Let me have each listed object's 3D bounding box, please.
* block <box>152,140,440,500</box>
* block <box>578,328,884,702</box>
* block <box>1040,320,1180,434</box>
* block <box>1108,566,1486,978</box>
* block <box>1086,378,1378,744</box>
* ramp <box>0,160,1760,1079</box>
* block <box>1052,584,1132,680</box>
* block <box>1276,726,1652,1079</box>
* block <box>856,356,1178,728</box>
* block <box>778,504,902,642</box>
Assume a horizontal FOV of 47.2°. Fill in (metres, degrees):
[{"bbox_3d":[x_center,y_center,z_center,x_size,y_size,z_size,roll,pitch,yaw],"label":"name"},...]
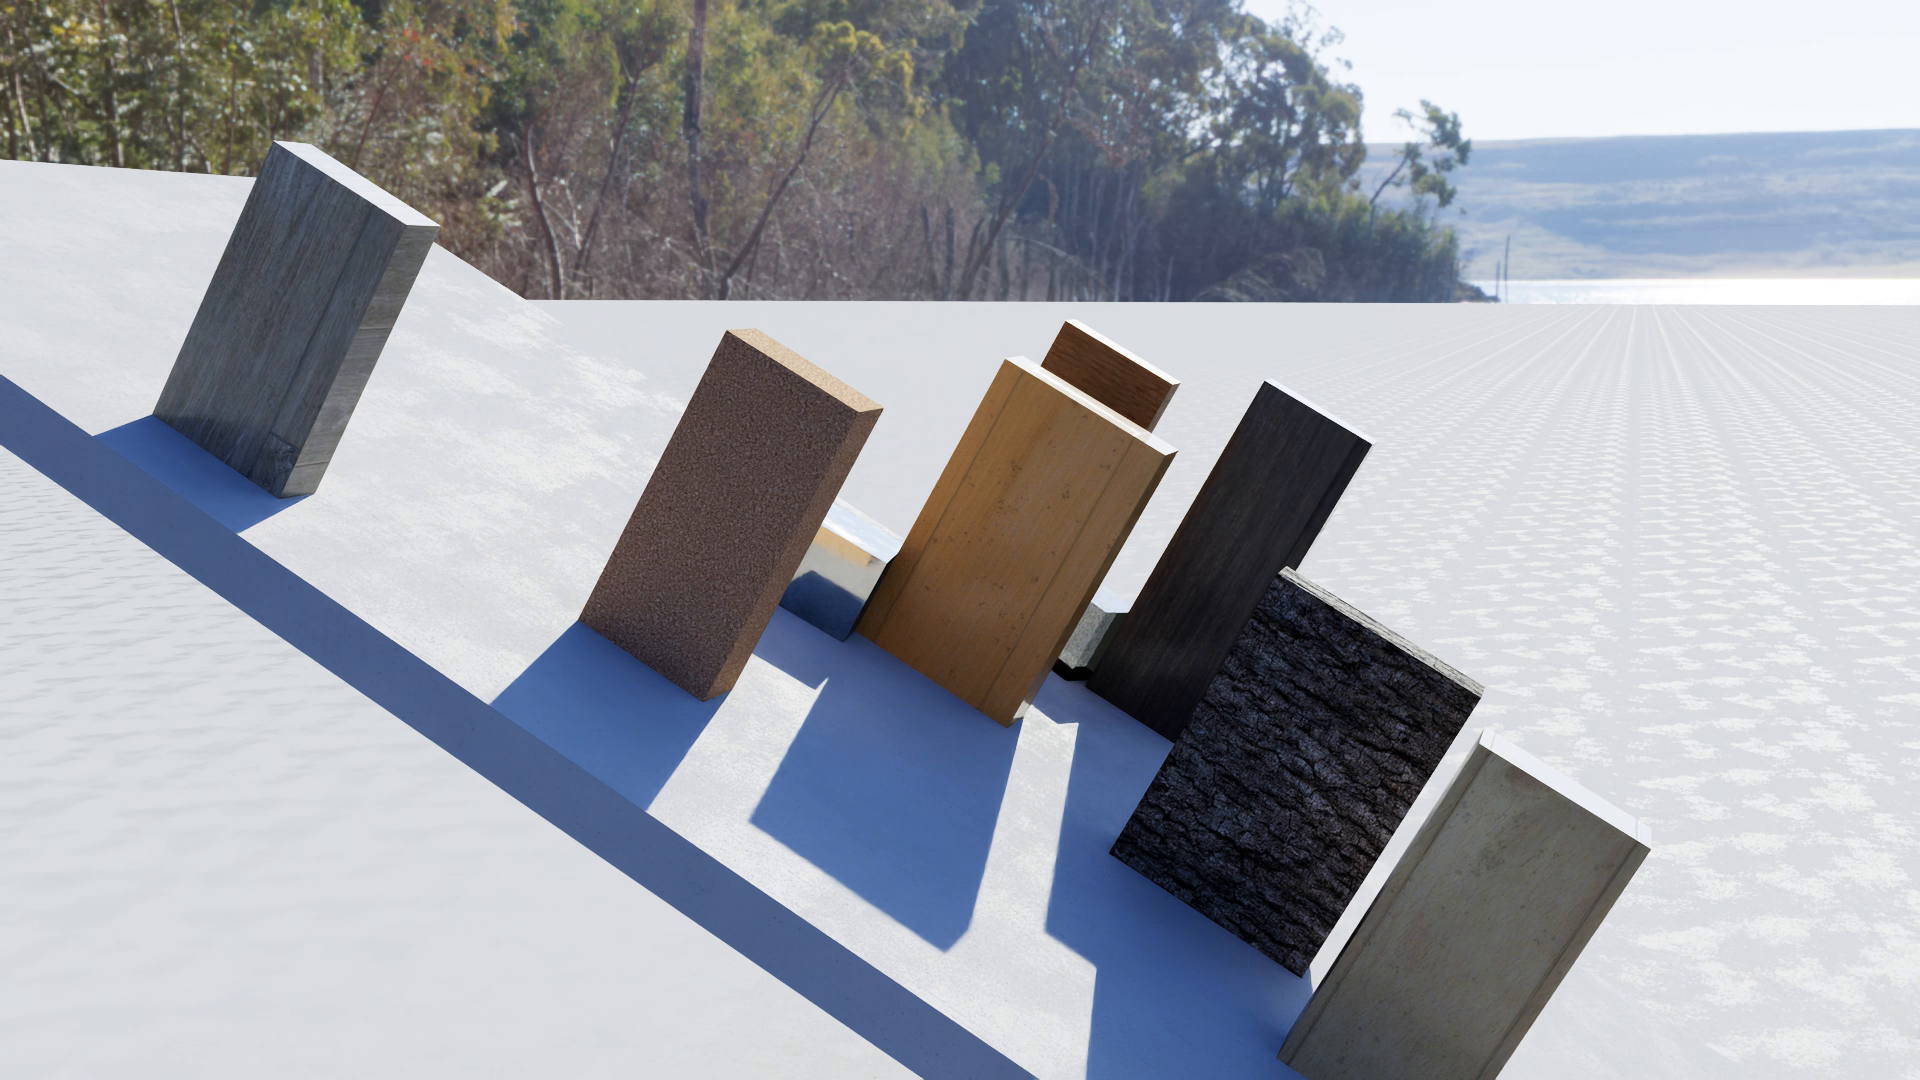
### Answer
[{"bbox_3d":[-1.067,-0.351,3.526,0.267,0.498,0.102,32,15,11],"label":"block"},{"bbox_3d":[-0.383,-0.042,3.654,0.260,0.559,0.125,32,15,11],"label":"block"},{"bbox_3d":[0.165,-0.084,4.546,0.255,0.705,0.084,32,15,11],"label":"block"},{"bbox_3d":[0.591,0.410,3.889,0.402,0.598,0.101,32,15,11],"label":"block"},{"bbox_3d":[0.576,0.056,4.715,0.261,0.774,0.091,32,15,11],"label":"block"},{"bbox_3d":[-0.191,0.315,4.131,4.000,0.100,2.000,32,15,11],"label":"ramp"},{"bbox_3d":[0.253,0.186,4.856,0.178,0.178,0.178,36,16,26],"label":"block"},{"bbox_3d":[0.790,0.638,3.466,0.295,0.610,0.131,32,15,11],"label":"block"},{"bbox_3d":[0.108,0.003,4.305,0.361,0.623,0.126,32,15,11],"label":"block"},{"bbox_3d":[-0.246,0.059,4.327,0.183,0.183,0.183,30,14,3],"label":"block"}]
